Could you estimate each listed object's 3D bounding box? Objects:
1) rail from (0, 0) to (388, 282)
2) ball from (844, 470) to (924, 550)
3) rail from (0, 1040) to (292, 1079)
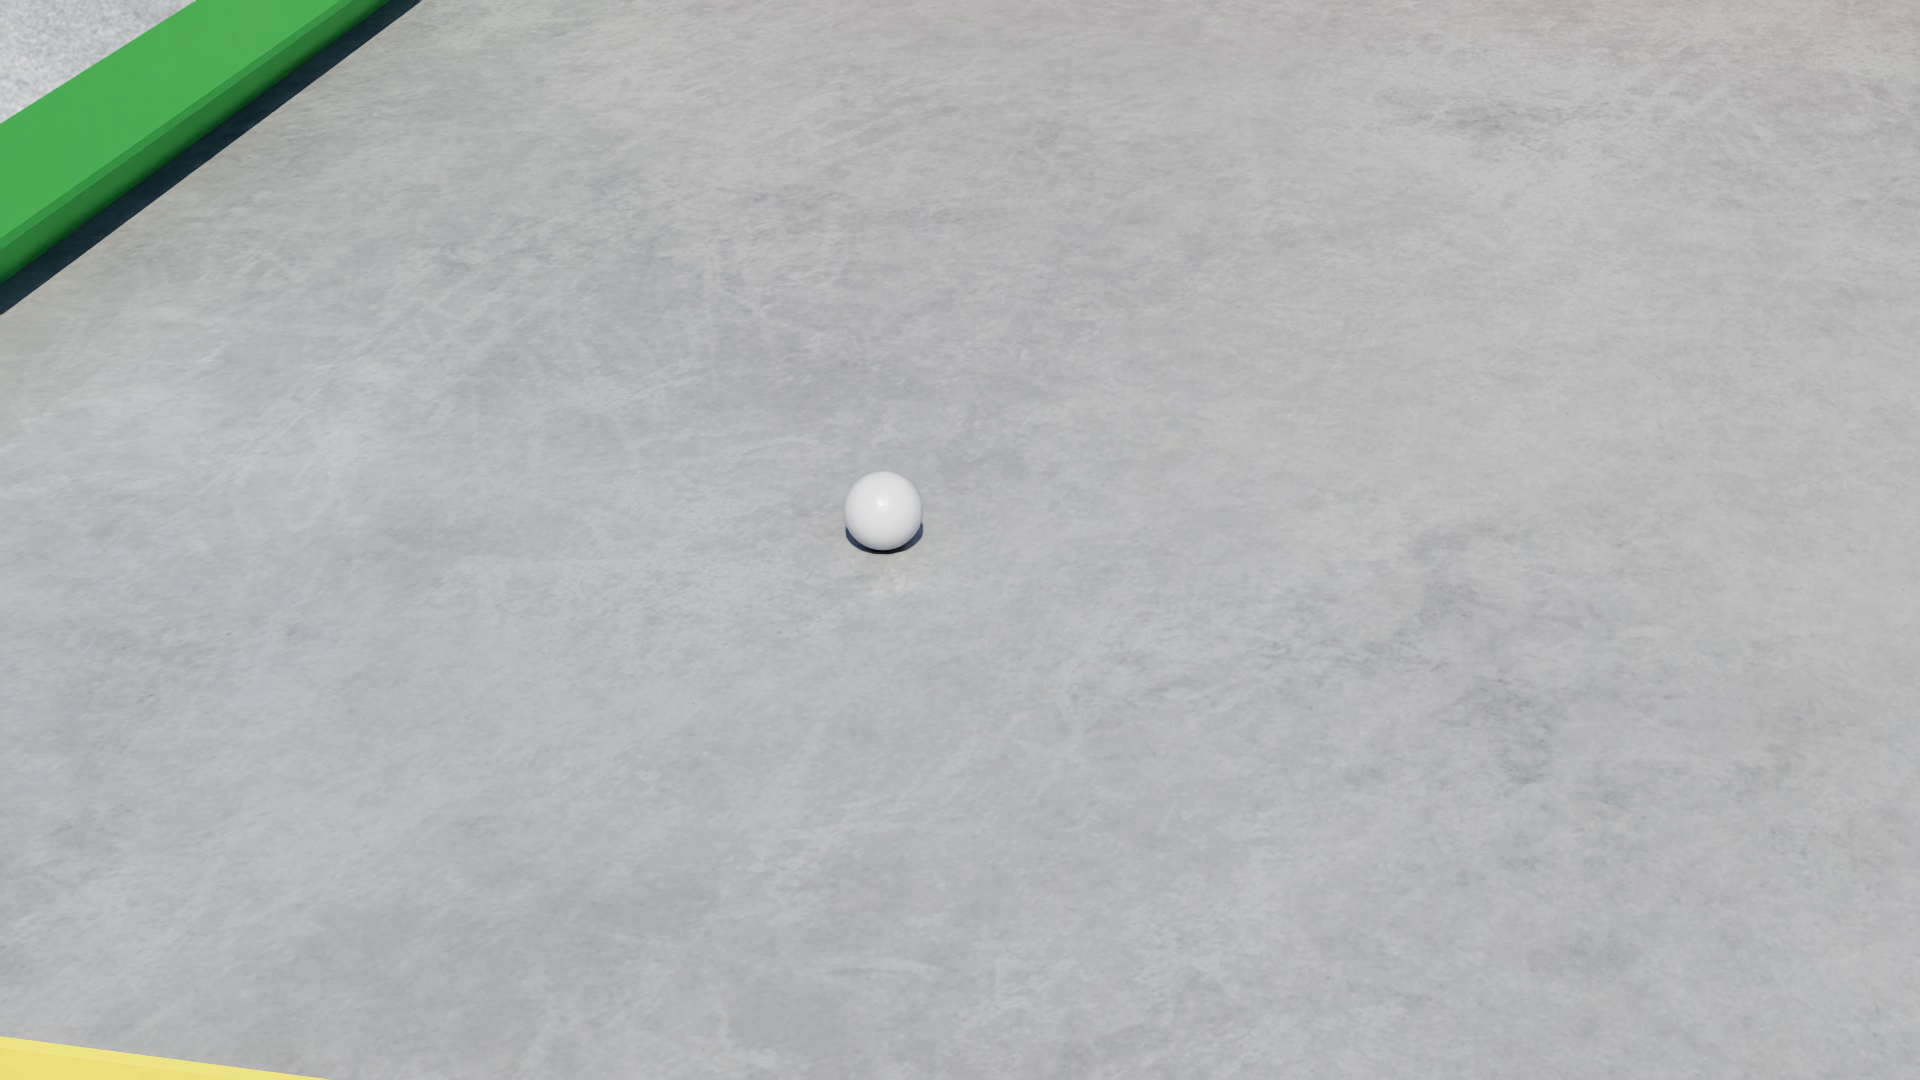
[{"bbox_3d":[-0.661,-0.417,2.624,0.045,0.120,2.900,5,27,10],"label":"rail"},{"bbox_3d":[-0.049,-0.019,1.896,0.052,0.052,0.052,0,26,0],"label":"ball"},{"bbox_3d":[-0.142,0.275,1.221,1.699,0.120,0.045,5,27,10],"label":"rail"}]
